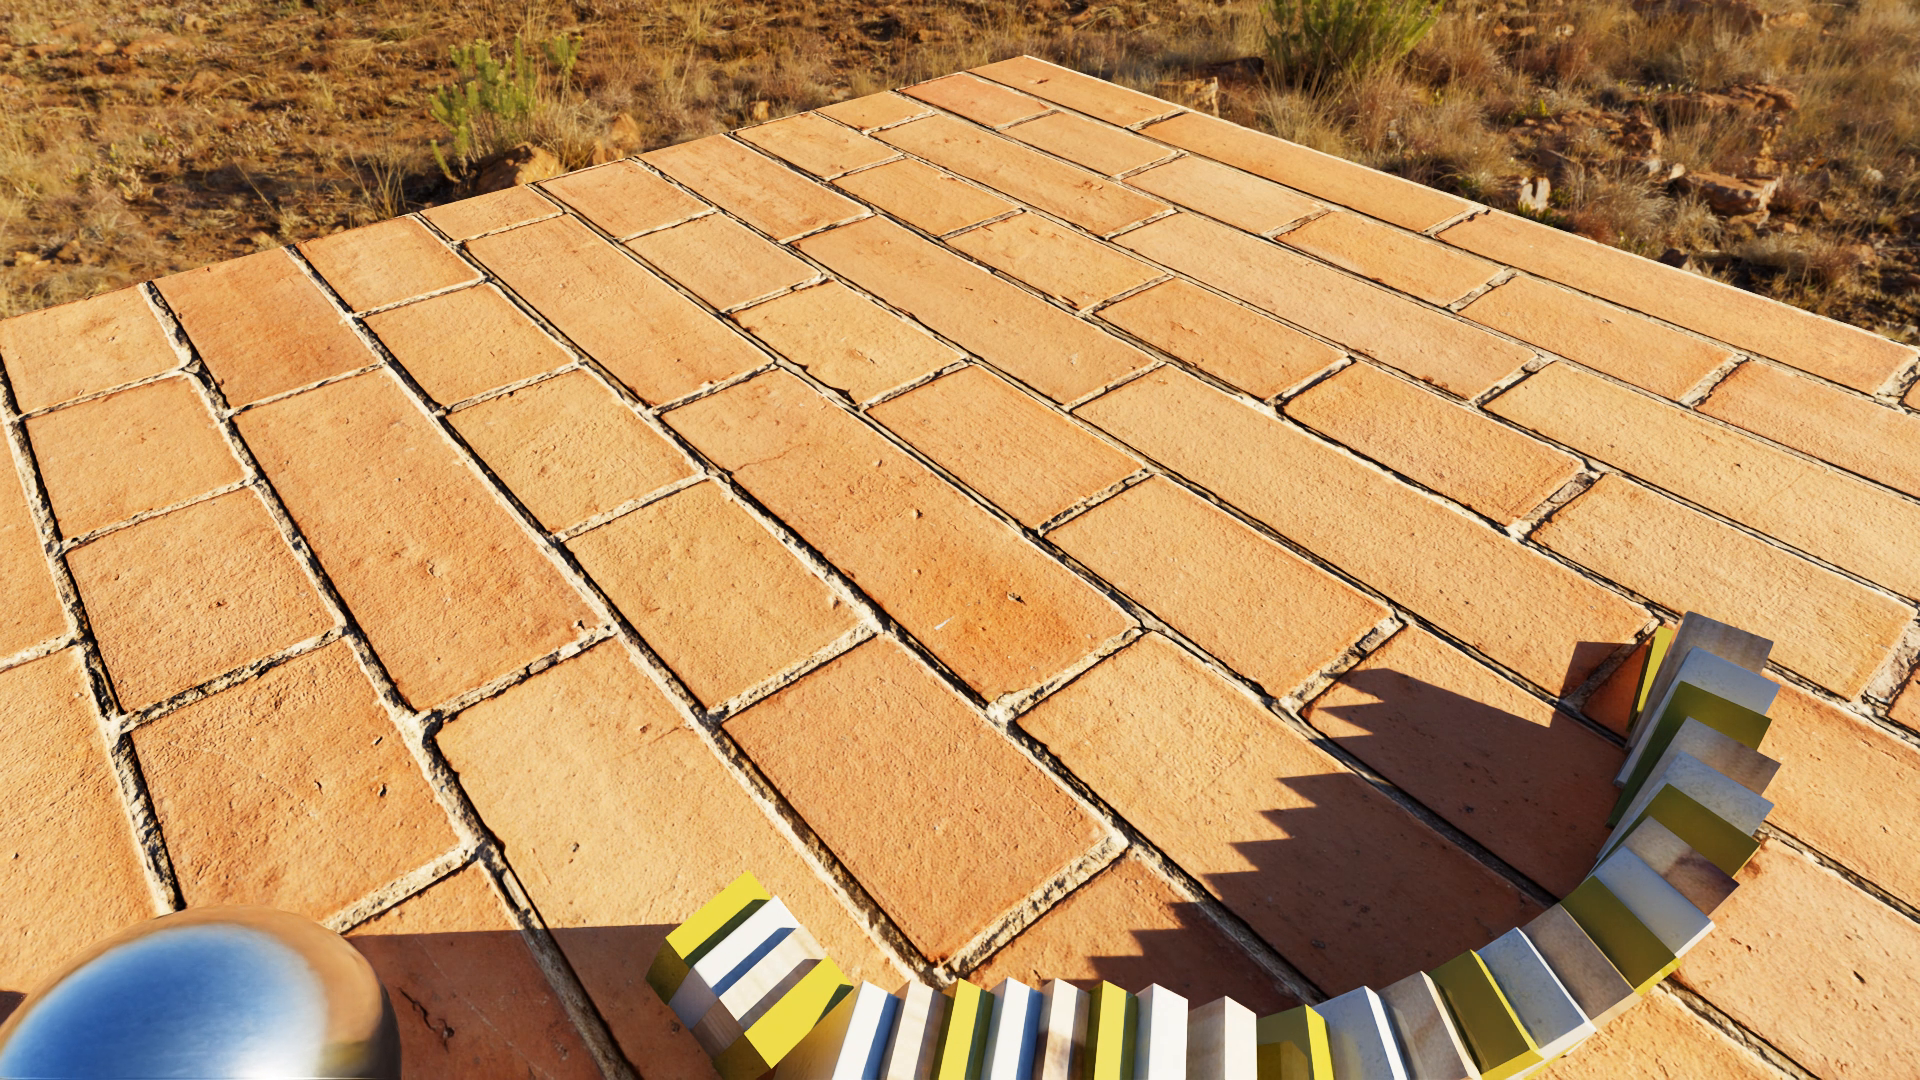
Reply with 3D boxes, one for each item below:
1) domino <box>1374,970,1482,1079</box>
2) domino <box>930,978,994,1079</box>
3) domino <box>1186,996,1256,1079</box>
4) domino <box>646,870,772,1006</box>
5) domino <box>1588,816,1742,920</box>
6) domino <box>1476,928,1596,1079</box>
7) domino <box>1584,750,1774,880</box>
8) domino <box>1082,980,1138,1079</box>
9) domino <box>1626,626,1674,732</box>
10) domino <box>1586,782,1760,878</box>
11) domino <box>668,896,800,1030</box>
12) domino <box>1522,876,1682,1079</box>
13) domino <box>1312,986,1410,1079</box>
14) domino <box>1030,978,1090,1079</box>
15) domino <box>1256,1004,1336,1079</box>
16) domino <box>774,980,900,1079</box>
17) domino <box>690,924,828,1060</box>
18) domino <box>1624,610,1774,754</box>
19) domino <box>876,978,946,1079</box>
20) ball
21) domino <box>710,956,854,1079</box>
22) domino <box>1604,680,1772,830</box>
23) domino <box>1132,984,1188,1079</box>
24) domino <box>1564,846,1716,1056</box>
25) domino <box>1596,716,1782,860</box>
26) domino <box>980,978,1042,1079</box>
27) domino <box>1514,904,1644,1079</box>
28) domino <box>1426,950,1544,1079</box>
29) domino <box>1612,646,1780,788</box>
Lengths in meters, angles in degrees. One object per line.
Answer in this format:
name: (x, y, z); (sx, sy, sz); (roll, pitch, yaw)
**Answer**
domino: (0.096, 0.127, 0.264); (0.050, 0.010, 0.025); (-36, 35, 21)
domino: (-0.010, 0.126, 0.259); (0.009, 0.050, 0.025); (29, 40, -10)
domino: (0.048, 0.128, 0.258); (0.009, 0.050, 0.025); (35, 38, -15)
domino: (-0.066, 0.104, 0.285); (0.025, 0.050, 0.009); (-35, 77, -35)
domino: (0.179, 0.102, 0.295); (0.050, 0.010, 0.025); (-49, 48, 6)
domino: (0.125, 0.121, 0.272); (0.050, 0.009, 0.025); (-41, 39, 15)
domino: (0.203, 0.088, 0.313); (0.025, 0.010, 0.050); (37, 91, 36)
domino: (0.023, 0.126, 0.259); (0.009, 0.050, 0.025); (29, 39, -10)
domino: (0.249, 0.052, 0.380); (0.025, 0.010, 0.050); (23, 45, 25)
domino: (0.191, 0.095, 0.304); (0.050, 0.009, 0.025); (-52, 51, 3)
domino: (-0.058, 0.108, 0.280); (0.025, 0.050, 0.010); (-35, 77, -35)
domino: (0.154, 0.113, 0.282); (0.050, 0.010, 0.025); (-45, 44, 10)
domino: (0.080, 0.129, 0.262); (0.050, 0.009, 0.025); (-35, 32, 24)
domino: (0.012, 0.126, 0.259); (0.009, 0.050, 0.025); (29, 39, -10)
domino: (0.064, 0.130, 0.259); (0.050, 0.010, 0.025); (-34, 27, 31)
domino: (-0.032, 0.126, 0.259); (0.009, 0.050, 0.025); (30, 42, -9)
domino: (-0.051, 0.113, 0.274); (0.025, 0.050, 0.009); (-35, 77, -35)
domino: (0.240, 0.051, 0.357); (0.025, 0.009, 0.050); (25, 81, 26)
domino: (-0.021, 0.126, 0.259); (0.009, 0.050, 0.025); (29, 39, -10)
ball: (-0.166, 0.121, 0.240); (0.080, 0.080, 0.080); (0, 39, 0)
domino: (-0.044, 0.119, 0.267); (0.025, 0.050, 0.010); (-35, 77, -35)
domino: (0.221, 0.071, 0.335); (0.025, 0.010, 0.050); (28, 83, 29)
domino: (0.034, 0.127, 0.258); (0.009, 0.050, 0.025); (29, 39, -10)
domino: (0.167, 0.108, 0.288); (0.050, 0.009, 0.025); (-47, 46, 8)
domino: (0.213, 0.080, 0.322); (0.025, 0.009, 0.050); (33, 89, 33)
domino: (0.001, 0.126, 0.259); (0.010, 0.050, 0.025); (29, 40, -10)
domino: (0.140, 0.117, 0.276); (0.050, 0.010, 0.025); (-42, 41, 13)
domino: (0.111, 0.124, 0.268); (0.050, 0.010, 0.025); (-39, 37, 18)
domino: (0.231, 0.061, 0.346); (0.025, 0.010, 0.050); (30, 84, 28)
